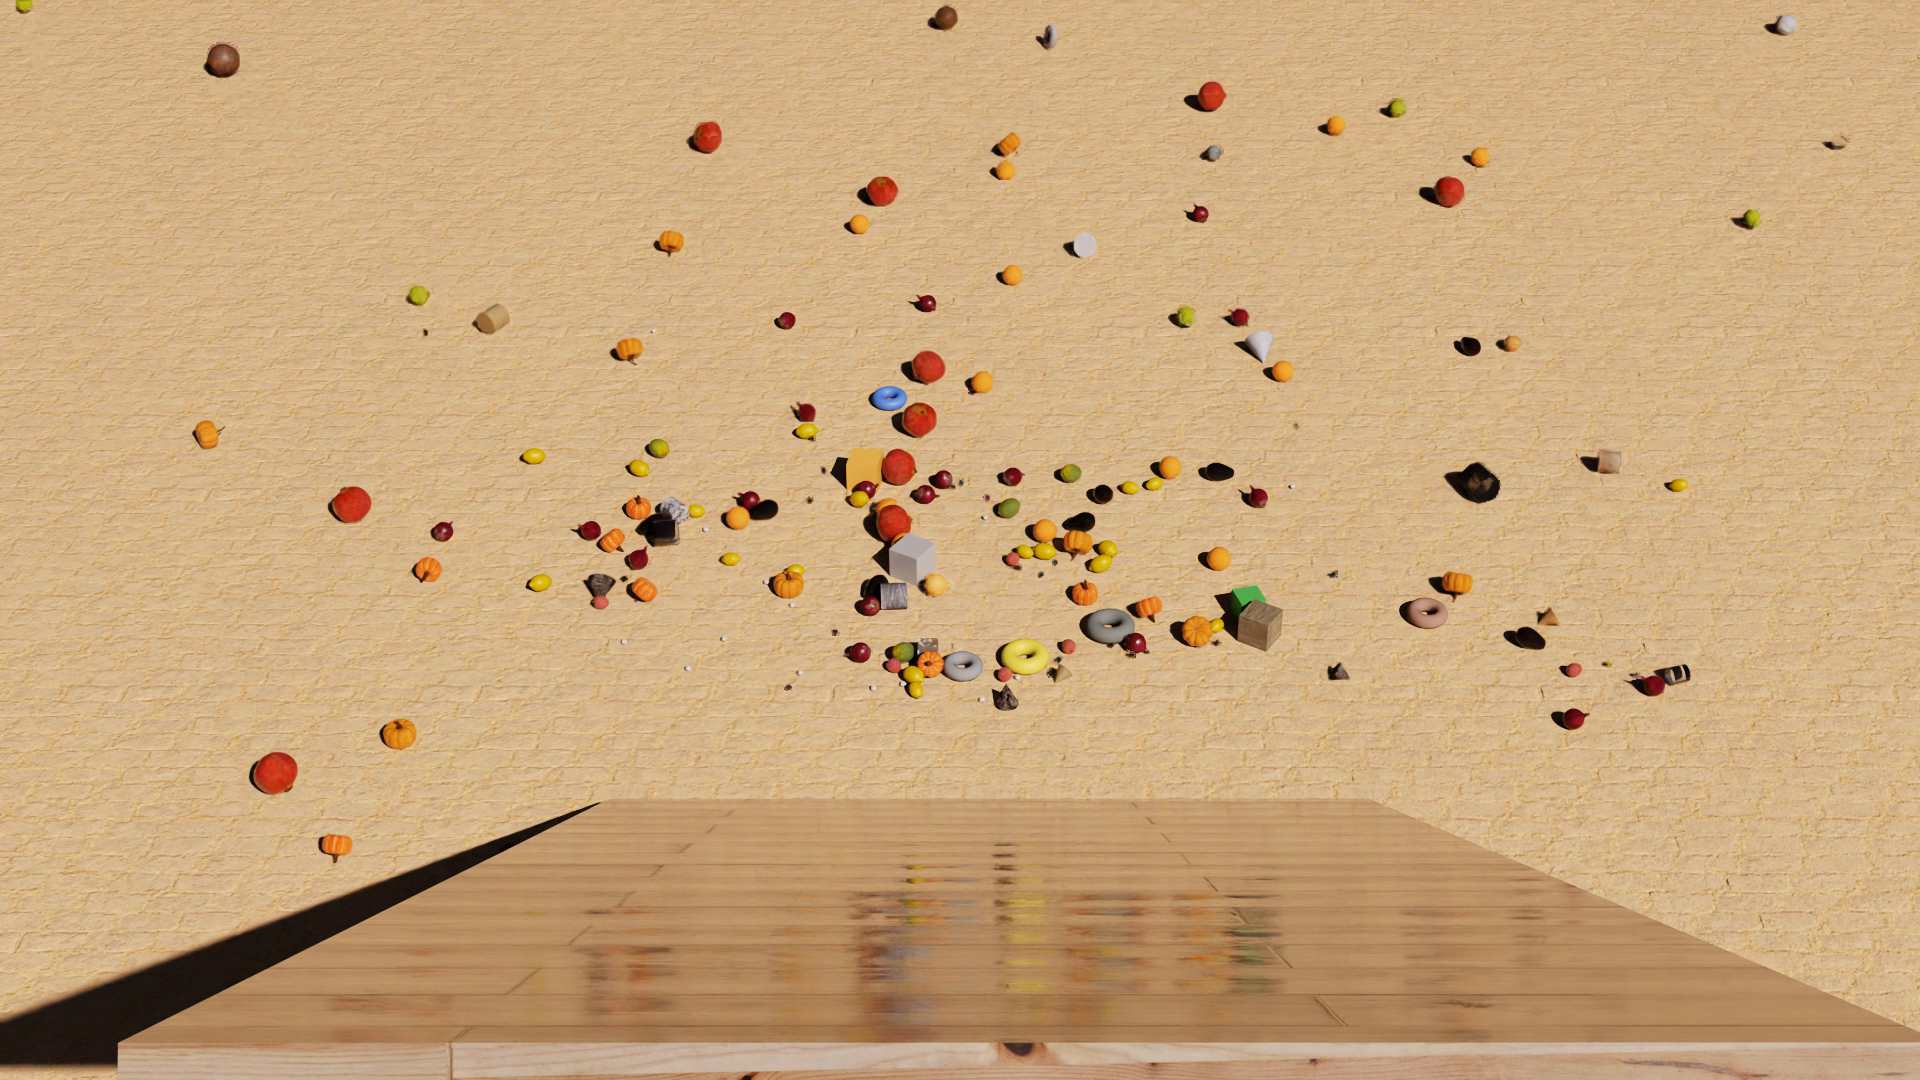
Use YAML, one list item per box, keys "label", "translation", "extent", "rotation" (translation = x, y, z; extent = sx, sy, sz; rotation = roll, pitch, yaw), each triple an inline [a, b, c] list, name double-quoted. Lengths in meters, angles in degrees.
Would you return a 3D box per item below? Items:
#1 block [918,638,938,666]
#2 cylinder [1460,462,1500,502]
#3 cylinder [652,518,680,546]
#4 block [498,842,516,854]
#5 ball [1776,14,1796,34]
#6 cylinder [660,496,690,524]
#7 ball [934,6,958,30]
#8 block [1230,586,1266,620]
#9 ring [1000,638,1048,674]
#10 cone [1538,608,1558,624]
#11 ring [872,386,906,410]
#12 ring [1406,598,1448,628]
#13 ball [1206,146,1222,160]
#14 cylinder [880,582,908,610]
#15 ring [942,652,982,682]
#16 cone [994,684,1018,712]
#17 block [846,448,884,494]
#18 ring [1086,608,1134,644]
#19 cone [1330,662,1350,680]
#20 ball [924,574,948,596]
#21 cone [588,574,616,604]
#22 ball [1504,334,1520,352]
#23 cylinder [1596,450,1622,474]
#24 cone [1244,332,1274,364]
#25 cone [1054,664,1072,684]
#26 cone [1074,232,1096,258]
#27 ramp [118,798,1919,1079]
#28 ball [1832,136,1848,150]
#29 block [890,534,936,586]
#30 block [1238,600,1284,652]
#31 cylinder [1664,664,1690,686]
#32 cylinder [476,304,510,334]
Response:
- label: "block"
  translation: [-0.091, 0.321, 7.442]
  extent: [0.058, 0.058, 0.058]
  rotation: [0, 35, 0]
- label: "cylinder"
  translation: [1.627, -0.179, 8.123]
  extent: [0.091, 0.091, 0.091]
  rotation: [-12, 37, -17]
- label: "cylinder"
  translation: [-0.896, -0.023, 7.914]
  extent: [0.077, 0.077, 0.077]
  rotation: [-6, 36, -8]
- label: "block"
  translation: [-1.147, 0.841, 6.687]
  extent: [0.078, 0.078, 0.078]
  rotation: [12, 37, 16]
- label: "ball"
  translation: [3.486, -2.175, 10.963]
  extent: [0.082, 0.082, 0.082]
  rotation: [0, 35, 0]
- label: "cylinder"
  translation: [-0.880, -0.091, 8.020]
  extent: [0.065, 0.065, 0.065]
  rotation: [-27, 43, -33]
- label: "ball"
  translation: [-0.057, -2.210, 10.999]
  extent: [0.097, 0.097, 0.097]
  rotation: [0, 35, 0]
- label: "block"
  translation: [0.845, 0.191, 7.610]
  extent: [0.077, 0.077, 0.077]
  rotation: [-9, 36, -13]
- label: "ring"
  translation: [0.186, 0.334, 7.435]
  extent: [0.138, 0.046, 0.138]
  rotation: [-1, 36, 1]
- label: "cone"
  translation: [1.713, 0.235, 7.593]
  extent: [0.056, 0.056, 0.056]
  rotation: [-28, 37, 6]
- label: "ring"
  translation: [-0.233, -0.468, 8.578]
  extent: [0.116, 0.039, 0.116]
  rotation: [0, 36, 0]
- label: "ring"
  translation: [1.368, 0.214, 7.610]
  extent: [0.122, 0.041, 0.122]
  rotation: [0, 37, 0]
- label: "ball"
  translation: [0.978, -1.491, 10.011]
  extent: [0.059, 0.059, 0.059]
  rotation: [0, 35, 0]
- label: "cylinder"
  translation: [-0.194, 0.164, 7.648]
  extent: [0.077, 0.077, 0.077]
  rotation: [-2, 35, -2]
- label: "ring"
  translation: [0.008, 0.360, 7.405]
  extent: [0.116, 0.039, 0.116]
  rotation: [1, 36, -1]
- label: "cone"
  translation: [0.129, 0.430, 7.277]
  extent: [0.070, 0.070, 0.070]
  rotation: [0, 35, 0]
- label: "block"
  translation: [-0.298, -0.219, 8.174]
  extent: [0.097, 0.097, 0.097]
  rotation: [6, 36, 9]
- label: "ring"
  translation: [0.437, 0.250, 7.552]
  extent: [0.144, 0.048, 0.144]
  rotation: [0, 34, 0]
- label: "cone"
  translation: [1.089, 0.383, 7.383]
  extent: [0.053, 0.053, 0.053]
  rotation: [31, 38, -3]
- label: "ball"
  translation: [-0.072, 0.132, 7.701]
  extent: [0.068, 0.068, 0.068]
  rotation: [0, 35, 0]
- label: "cone"
  translation: [-1.067, 0.155, 7.696]
  extent: [0.083, 0.083, 0.083]
  rotation: [3, 62, 4]
- label: "ball"
  translation: [1.882, -0.671, 8.851]
  extent: [0.056, 0.056, 0.056]
  rotation: [0, 35, 0]
- label: "cylinder"
  translation: [2.059, -0.248, 8.241]
  extent: [0.068, 0.068, 0.068]
  rotation: [6, 36, 8]
- label: "cone"
  translation: [1.023, -0.638, 8.815]
  extent: [0.100, 0.100, 0.100]
  rotation: [-3, 62, -5]
- label: "cone"
  translation: [0.283, 0.389, 7.376]
  extent: [0.052, 0.052, 0.052]
  rotation: [30, 71, 35]
- label: "cone"
  translation: [0.436, -1.070, 9.430]
  extent: [0.089, 0.089, 0.089]
  rotation: [-14, 10, -19]
- label: "ramp"
  translation: [0.078, 0.666, 4.842]
  extent: [2.000, 0.100, 4.000]
  rotation: [0, -2, 0]
- label: "ball"
  translation: [3.416, -1.545, 10.090]
  extent: [0.056, 0.056, 0.056]
  rotation: [0, 35, 0]
- label: "block"
  translation: [-0.142, 0.059, 7.778]
  extent: [0.099, 0.099, 0.099]
  rotation: [20, 40, 26]
- label: "block"
  translation: [0.869, 0.247, 7.516]
  extent: [0.094, 0.094, 0.094]
  rotation: [20, 40, 26]
- label: "cylinder"
  translation: [2.034, 0.382, 7.362]
  extent: [0.052, 0.052, 0.052]
  rotation: [-15, 38, -14]
- label: "cylinder"
  translation: [-1.610, -0.761, 8.958]
  extent: [0.080, 0.080, 0.080]
  rotation: [21, 40, 27]
